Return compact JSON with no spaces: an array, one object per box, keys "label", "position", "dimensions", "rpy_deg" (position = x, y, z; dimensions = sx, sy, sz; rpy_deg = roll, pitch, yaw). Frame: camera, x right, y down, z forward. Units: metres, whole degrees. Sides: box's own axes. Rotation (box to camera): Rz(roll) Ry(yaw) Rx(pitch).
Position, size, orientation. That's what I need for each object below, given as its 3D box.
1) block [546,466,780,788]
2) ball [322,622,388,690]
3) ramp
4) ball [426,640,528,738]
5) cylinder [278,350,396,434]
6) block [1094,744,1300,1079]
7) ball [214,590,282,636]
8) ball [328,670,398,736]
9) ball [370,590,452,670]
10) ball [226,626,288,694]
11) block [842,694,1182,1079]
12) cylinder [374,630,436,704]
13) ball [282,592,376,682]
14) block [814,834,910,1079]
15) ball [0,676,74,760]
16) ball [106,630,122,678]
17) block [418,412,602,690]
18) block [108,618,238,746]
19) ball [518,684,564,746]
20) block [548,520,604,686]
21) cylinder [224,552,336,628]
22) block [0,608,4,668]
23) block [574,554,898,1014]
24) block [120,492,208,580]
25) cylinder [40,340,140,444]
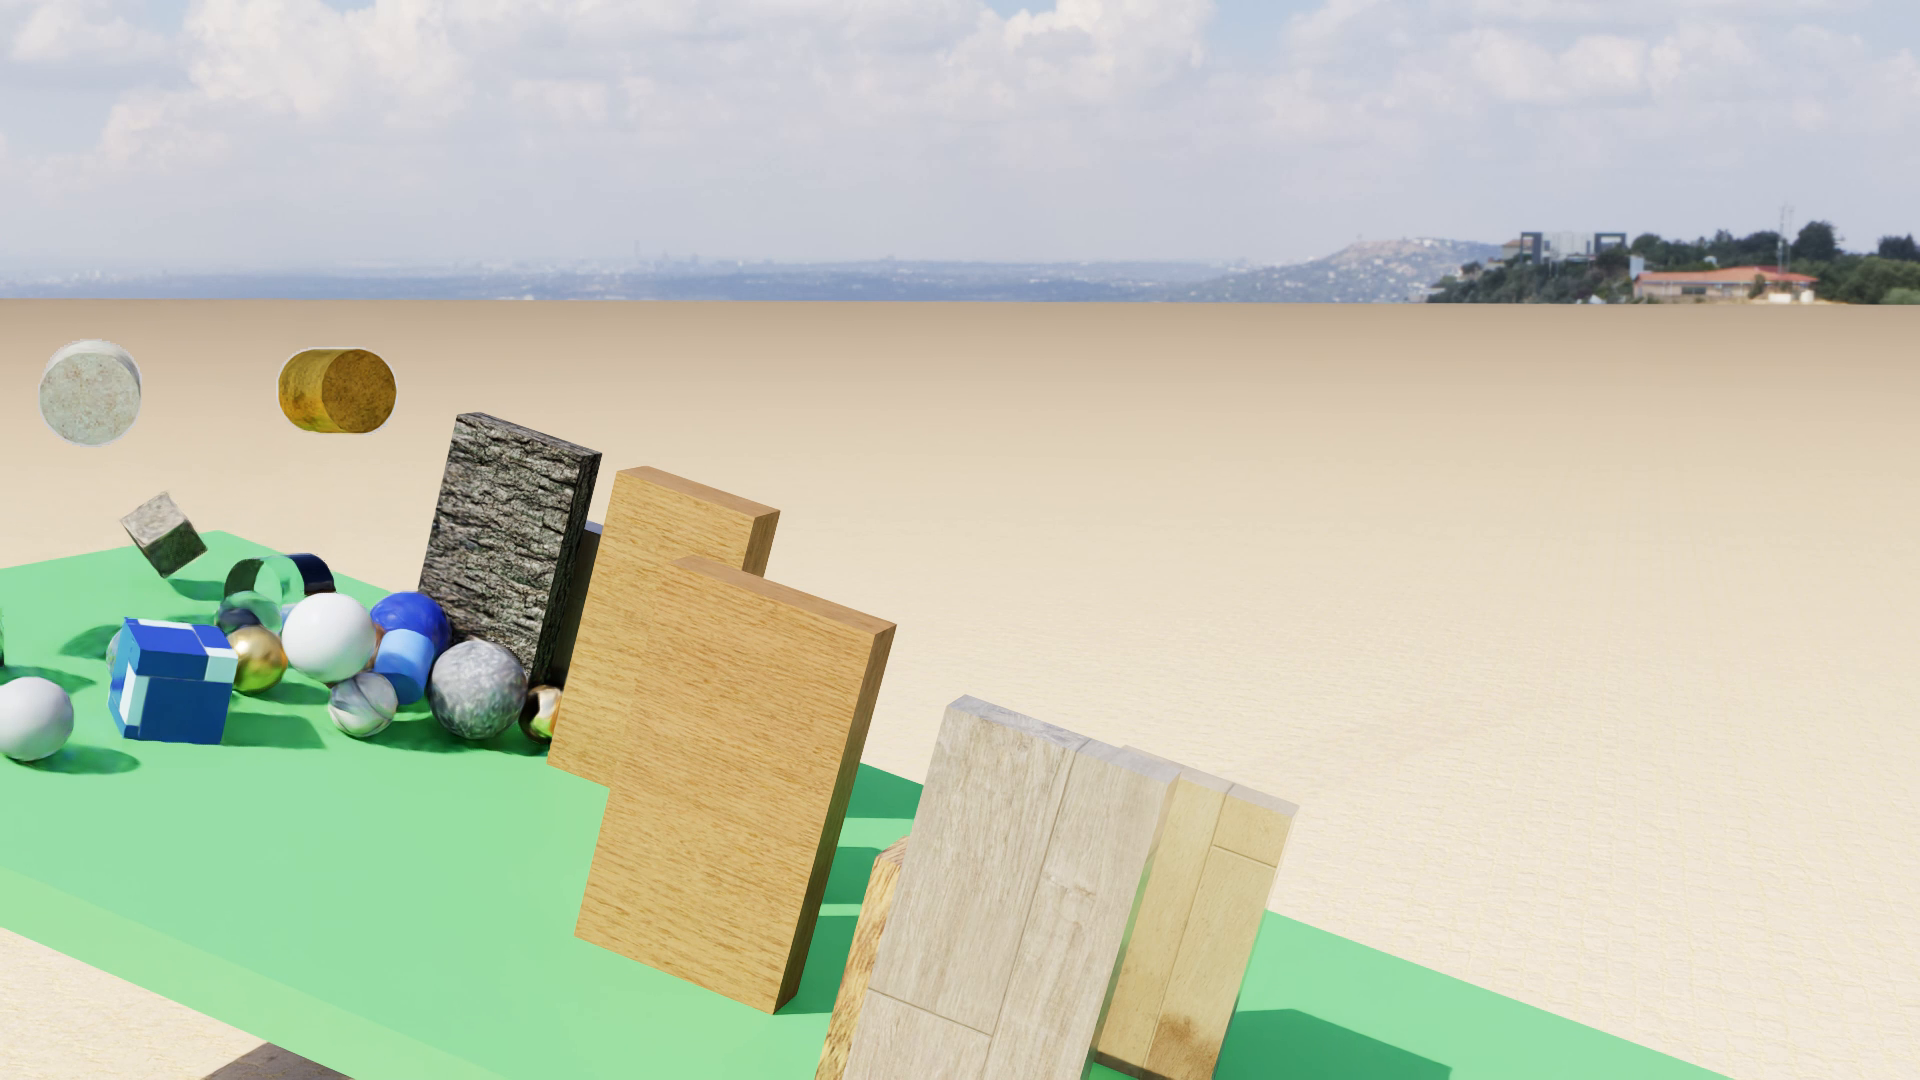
[{"label":"block","position":[-0.623,0.205,4.604],"dimensions":[0.316,0.649,0.142],"rpy_deg":[18,12,14]},{"label":"ball","position":[-1.292,0.249,4.697],"dimensions":[0.172,0.172,0.172],"rpy_deg":[0,7,0]},{"label":"ramp","position":[-0.379,0.743,4.241],"dimensions":[4.000,0.100,2.000],"rpy_deg":[18,12,14]},{"label":"ball","position":[-1.022,0.316,4.654],"dimensions":[0.209,0.209,0.209],"rpy_deg":[0,7,0]},{"label":"cylinder","position":[-1.359,-0.324,4.795],"dimensions":[0.182,0.182,0.182],"rpy_deg":[5,8,43]},{"label":"block","position":[0.360,0.677,3.890],"dimensions":[0.327,0.546,0.091],"rpy_deg":[18,12,14]},{"label":"ball","position":[-1.549,0.182,4.782],"dimensions":[0.143,0.143,0.143],"rpy_deg":[0,7,0]},{"label":"ball","position":[-1.221,0.333,4.497],"dimensions":[0.138,0.138,0.138],"rpy_deg":[0,7,0]},{"label":"ball","position":[-1.222,0.209,4.860],"dimensions":[0.193,0.193,0.193],"rpy_deg":[0,7,0]},{"label":"ball","position":[-1.469,0.248,4.573],"dimensions":[0.141,0.141,0.141],"rpy_deg":[0,7,0]},{"label":"block","position":[0.049,0.633,3.165],"dimensions":[0.332,0.750,0.093],"rpy_deg":[18,12,14]},{"label":"cylinder","position":[-1.168,0.266,4.605],"dimensions":[0.112,0.112,0.112],"rpy_deg":[1,49,5]},{"label":"ball","position":[-1.264,0.195,4.410],"dimensions":[0.182,0.182,0.182],"rpy_deg":[0,7,0]},{"label":"block","position":[0.008,0.735,3.495],"dimensions":[0.373,0.406,0.144],"rpy_deg":[18,12,14]},{"label":"ball","position":[-1.665,0.320,3.936],"dimensions":[0.150,0.150,0.150],"rpy_deg":[0,7,0]},{"label":"ball","position":[-1.625,0.237,4.392],"dimensions":[0.151,0.151,0.151],"rpy_deg":[0,7,0]},{"label":"block","position":[-1.032,0.049,4.936],"dimensions":[0.316,0.603,0.099],"rpy_deg":[18,12,14]},{"label":"block","position":[-1.527,0.274,4.262],"dimensions":[0.181,0.181,0.181],"rpy_deg":[8,13,-33]},{"label":"ball","position":[-0.887,0.377,4.745],"dimensions":[0.134,0.134,0.134],"rpy_deg":[0,7,0]},{"label":"block","position":[-0.746,0.210,5.048],"dimensions":[0.409,0.404,0.089],"rpy_deg":[18,12,14]},{"label":"cylinder","position":[-1.548,0.120,5.007],"dimensions":[0.172,0.172,0.172],"rpy_deg":[3,5,25]},{"label":"block","position":[-1.905,0.171,4.229],"dimensions":[0.114,0.114,0.114],"rpy_deg":[-4,-36,-22]},{"label":"block","position":[-0.390,0.417,3.778],"dimensions":[0.387,0.692,0.114],"rpy_deg":[18,12,14]},{"label":"block","position":[-1.832,-0.011,5.062],"dimensions":[0.118,0.118,0.118],"rpy_deg":[-37,56,-19]},{"label":"cylinder","position":[-1.810,-0.308,4.582],"dimensions":[0.190,0.190,0.190],"rpy_deg":[-2,13,-19]}]
